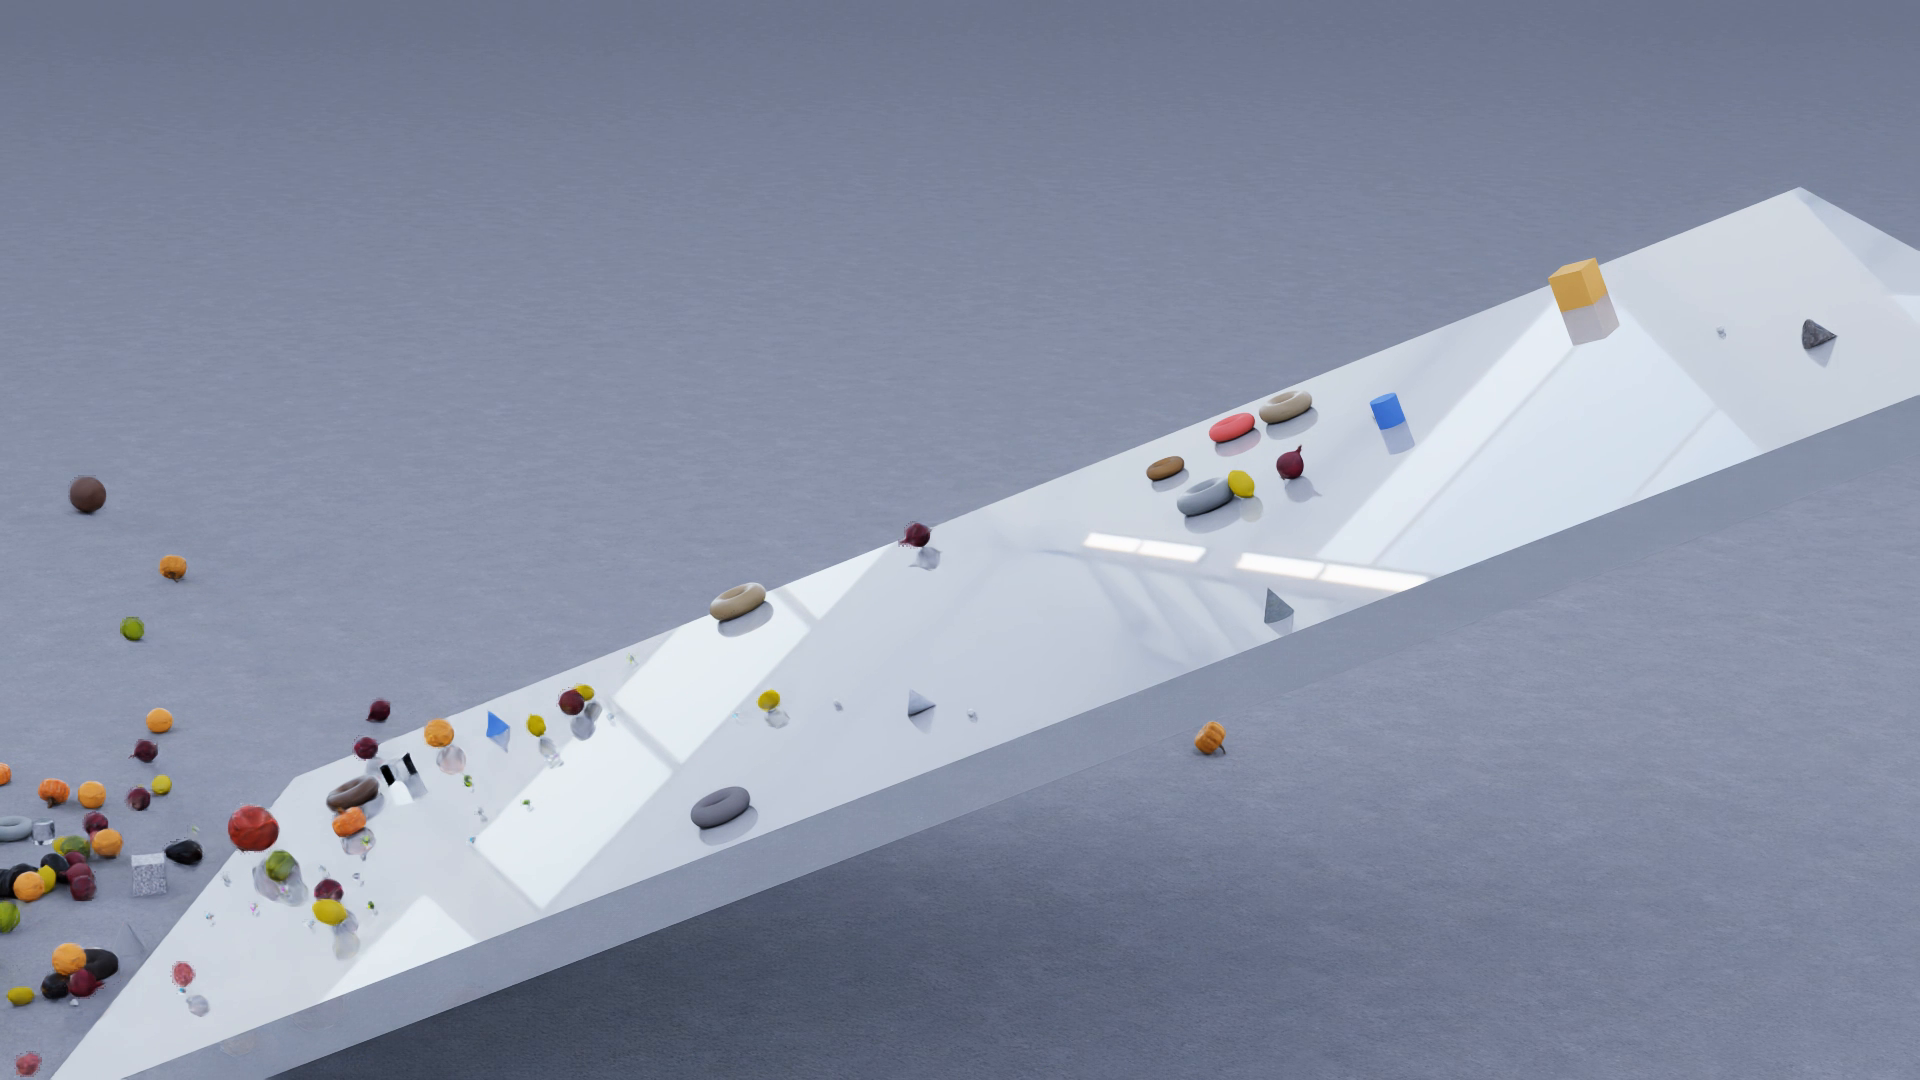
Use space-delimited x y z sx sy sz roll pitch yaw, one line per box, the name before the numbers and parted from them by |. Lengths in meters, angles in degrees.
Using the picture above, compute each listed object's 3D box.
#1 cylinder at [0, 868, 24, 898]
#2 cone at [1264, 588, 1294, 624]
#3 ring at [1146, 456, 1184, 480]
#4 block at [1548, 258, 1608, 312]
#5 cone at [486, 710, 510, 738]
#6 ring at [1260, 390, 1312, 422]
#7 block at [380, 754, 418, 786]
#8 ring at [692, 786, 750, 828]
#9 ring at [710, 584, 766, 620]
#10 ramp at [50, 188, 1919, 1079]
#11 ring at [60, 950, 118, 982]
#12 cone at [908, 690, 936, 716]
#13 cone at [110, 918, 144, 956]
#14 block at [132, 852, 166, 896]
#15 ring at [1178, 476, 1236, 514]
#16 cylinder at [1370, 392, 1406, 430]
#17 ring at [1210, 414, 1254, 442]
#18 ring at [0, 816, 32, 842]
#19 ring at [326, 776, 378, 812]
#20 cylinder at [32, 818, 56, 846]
cylinder | -2.256 0.810 6.944 0.065 0.065 0.065 4 15 15
cone | 0.571 0.112 5.359 0.059 0.059 0.059 -22 12 5
ring | 0.474 -0.166 6.795 0.093 0.031 0.093 -21 13 5
block | 1.417 -0.585 6.745 0.085 0.085 0.085 -12 16 41
cone | -1.120 0.434 7.053 0.060 0.060 0.060 -22 12 5
ring | 0.761 -0.312 6.871 0.130 0.043 0.130 -21 13 5
block | -1.332 0.545 6.976 0.053 0.053 0.053 -15 15 34
ring | -0.455 0.507 5.583 0.120 0.040 0.120 -21 13 5
ring | -0.548 0.152 7.248 0.148 0.049 0.148 -22 13 5
ramp | 0.126 0.173 6.289 4.000 0.100 2.000 -21 12 7
ring | -1.919 0.938 6.483 0.125 0.042 0.125 1 13 0
cone | -0.072 0.319 5.726 0.054 0.054 0.054 5 14 2
cone | -1.876 0.887 6.619 0.074 0.074 0.074 0 14 0
block | -1.927 0.794 6.987 0.074 0.074 0.074 -4 15 -14
ring | 0.533 -0.096 6.353 0.137 0.046 0.137 -23 11 5
cylinder | 0.928 -0.280 6.386 0.060 0.060 0.060 -22 12 5
ring | 0.638 -0.264 6.900 0.114 0.038 0.114 -23 11 5
ring | -2.373 0.722 7.350 0.114 0.038 0.114 0 16 0
ring | -1.436 0.600 6.953 0.134 0.045 0.134 -23 13 6
cylinder | -2.277 0.724 7.309 0.054 0.054 0.054 0 14 0
